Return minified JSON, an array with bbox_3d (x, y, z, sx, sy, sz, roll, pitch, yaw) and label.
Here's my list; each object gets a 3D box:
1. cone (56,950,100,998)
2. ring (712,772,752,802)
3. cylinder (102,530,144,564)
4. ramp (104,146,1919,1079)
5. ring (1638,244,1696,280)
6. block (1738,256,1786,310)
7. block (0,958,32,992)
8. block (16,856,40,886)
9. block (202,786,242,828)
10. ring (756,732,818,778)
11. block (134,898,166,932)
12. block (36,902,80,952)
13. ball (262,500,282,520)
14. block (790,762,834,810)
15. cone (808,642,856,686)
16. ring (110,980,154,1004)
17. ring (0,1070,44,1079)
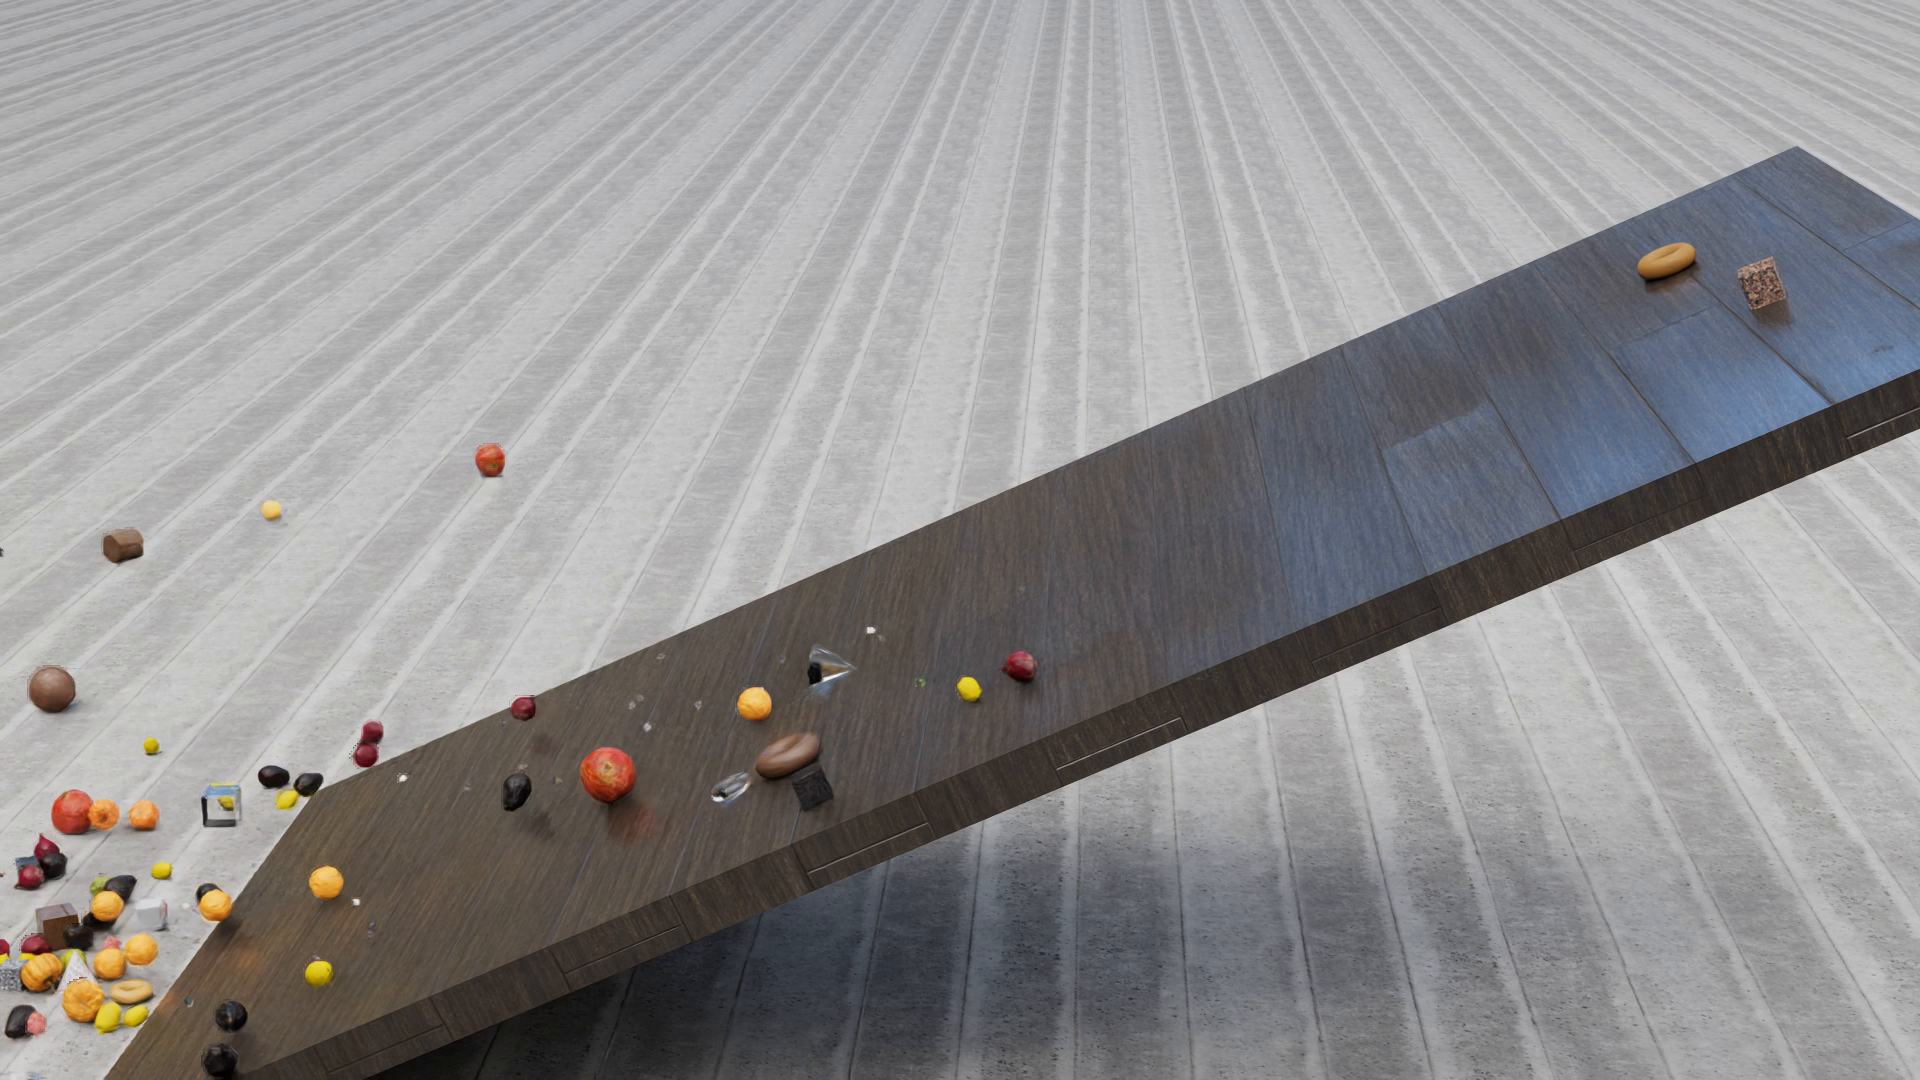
[{"bbox_3d":[-1.974,0.959,6.572,0.096,0.096,0.096,0,15,0],"label":"cone"},{"bbox_3d":[-0.453,0.491,5.834,0.087,0.029,0.087,-25,13,7],"label":"ring"},{"bbox_3d":[-2.830,0.020,9.951,0.099,0.099,0.099,13,20,39],"label":"cylinder"},{"bbox_3d":[0.134,0.169,6.283,4.000,0.100,2.000,-23,13,9],"label":"ramp"},{"bbox_3d":[1.533,-0.605,6.384,0.130,0.043,0.130,-23,14,6],"label":"ring"},{"bbox_3d":[1.591,-0.509,5.835,0.071,0.071,0.071,-20,14,21],"label":"block"},{"bbox_3d":[-2.119,0.976,6.589,0.054,0.054,0.054,2,16,7],"label":"block"},{"bbox_3d":[-2.281,0.808,7.198,0.051,0.051,0.051,-6,17,-20],"label":"block"},{"bbox_3d":[-1.902,0.687,7.579,0.082,0.082,0.082,0,15,-1],"label":"block"},{"bbox_3d":[-0.343,0.428,5.837,0.137,0.046,0.137,-23,14,6],"label":"ring"},{"bbox_3d":[-1.903,0.881,6.915,0.057,0.057,0.057,-5,17,-4],"label":"block"},{"bbox_3d":[-2.091,0.898,6.819,0.080,0.080,0.080,-8,18,-28],"label":"block"},{"bbox_3d":[-2.449,-0.105,10.462,0.070,0.070,0.070,0,15,0],"label":"ball"},{"bbox_3d":[-0.279,0.464,5.542,0.060,0.060,0.060,-26,13,-1],"label":"block"},{"bbox_3d":[-0.268,0.272,6.316,0.096,0.096,0.096,5,16,9],"label":"cone"},{"bbox_3d":[-1.839,1.004,6.530,0.094,0.031,0.094,0,14,0],"label":"ring"},{"bbox_3d":[-1.944,1.129,6.062,0.118,0.039,0.118,0,14,0],"label":"ring"}]
